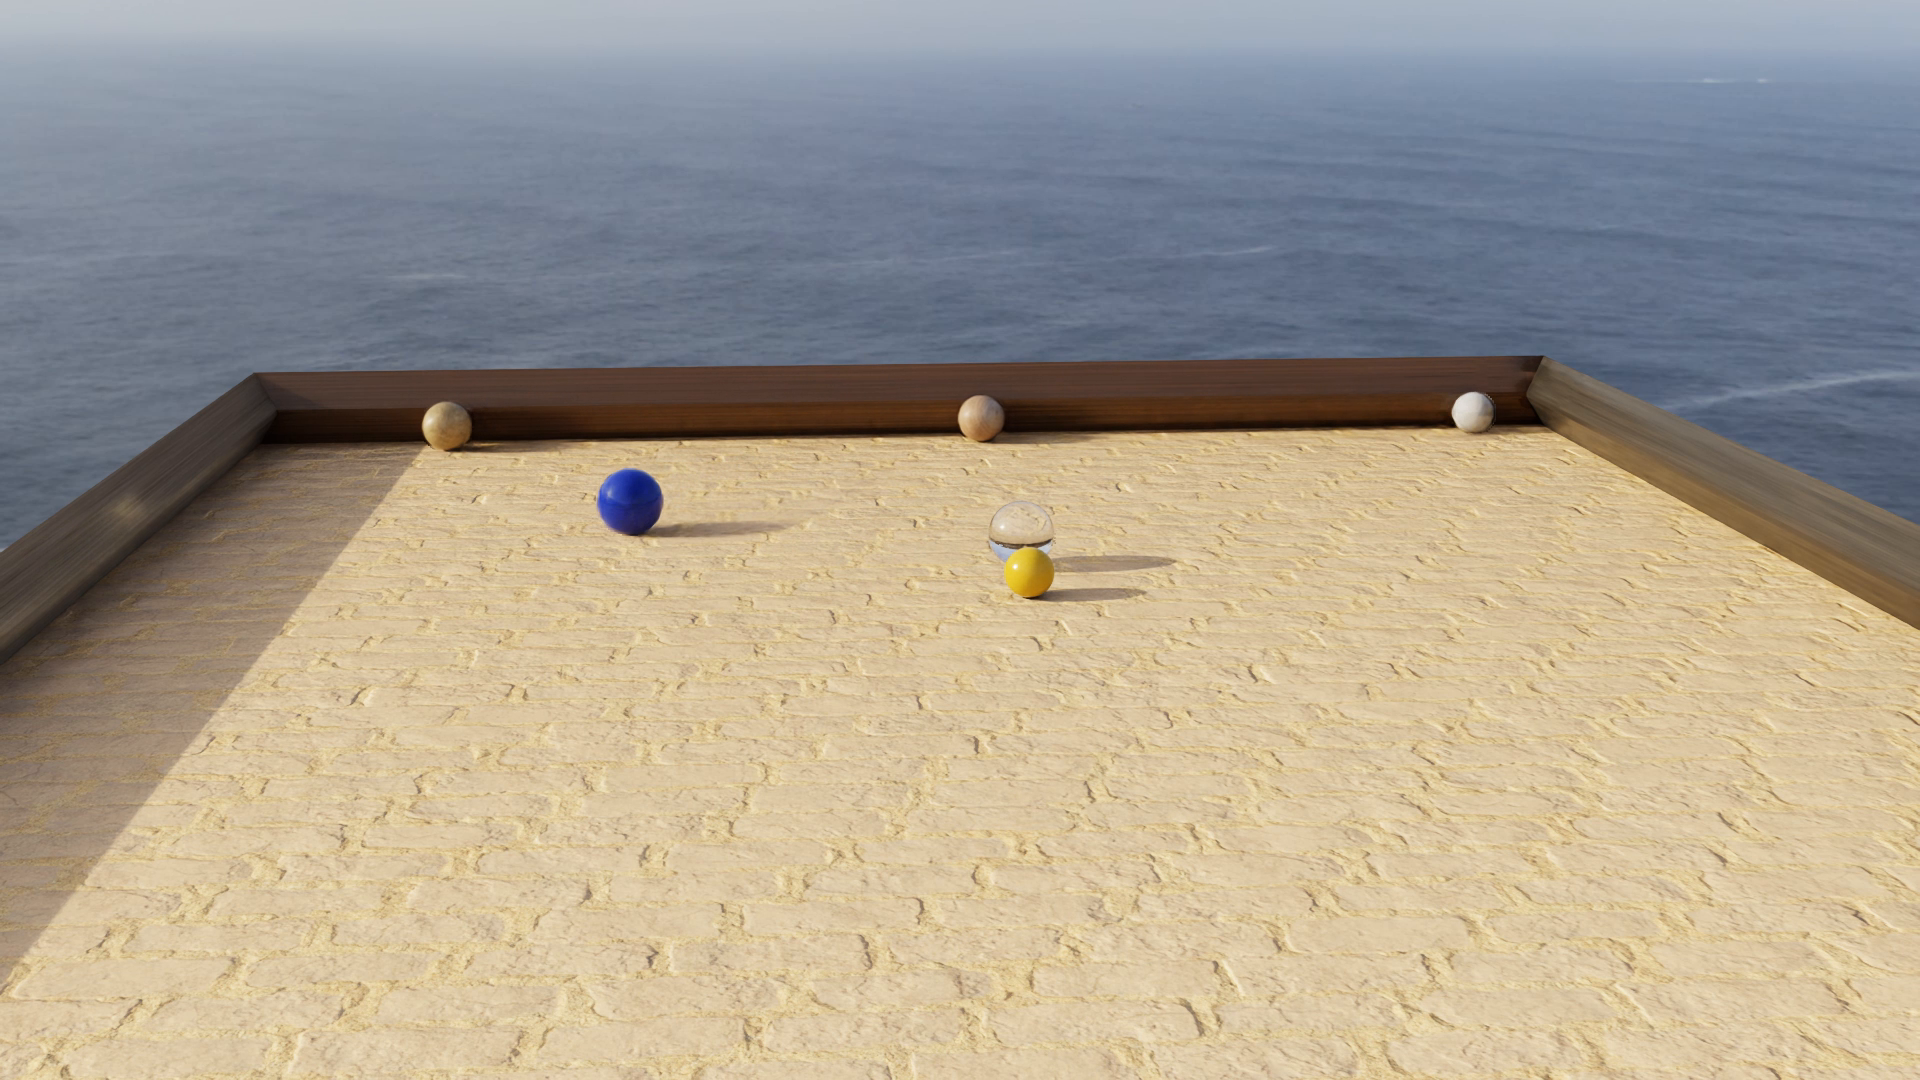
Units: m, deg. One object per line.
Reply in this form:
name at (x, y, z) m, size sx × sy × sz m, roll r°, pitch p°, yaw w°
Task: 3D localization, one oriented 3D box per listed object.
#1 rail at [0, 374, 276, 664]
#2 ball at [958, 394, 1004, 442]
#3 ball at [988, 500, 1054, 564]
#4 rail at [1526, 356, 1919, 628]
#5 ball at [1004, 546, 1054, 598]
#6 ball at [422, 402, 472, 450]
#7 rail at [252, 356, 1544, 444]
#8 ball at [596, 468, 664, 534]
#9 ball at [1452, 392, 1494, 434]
rail at (-1.033, 0.227, 1.929) m, size 0.045 × 0.123 × 3.875 m, roll -1°, pitch 14°, yaw -5°
ball at (0.038, -0.212, 3.830) m, size 0.081 × 0.081 × 0.081 m, roll 0°, pitch 14°, yaw 0°
ball at (0.083, -0.008, 2.970) m, size 0.090 × 0.090 × 0.090 m, roll 0°, pitch 14°, yaw 0°
rail at (1.194, 0.183, 2.110) m, size 0.045 × 0.123 × 3.875 m, roll -1°, pitch 14°, yaw -5°
ball at (0.089, 0.042, 2.821) m, size 0.065 × 0.065 × 0.065 m, roll 0°, pitch 14°, yaw 0°
ball at (-0.875, -0.195, 3.753) m, size 0.084 × 0.084 × 0.084 m, roll 0°, pitch 14°, yaw 0°
rail at (-0.079, -0.245, 3.872) m, size 2.283 × 0.123 × 0.045 m, roll -1°, pitch 14°, yaw -5°
ball at (-0.473, -0.056, 3.158) m, size 0.095 × 0.095 × 0.095 m, roll 0°, pitch 14°, yaw 0°
ball at (0.912, -0.227, 3.910) m, size 0.073 × 0.073 × 0.073 m, roll 0°, pitch 14°, yaw 0°
